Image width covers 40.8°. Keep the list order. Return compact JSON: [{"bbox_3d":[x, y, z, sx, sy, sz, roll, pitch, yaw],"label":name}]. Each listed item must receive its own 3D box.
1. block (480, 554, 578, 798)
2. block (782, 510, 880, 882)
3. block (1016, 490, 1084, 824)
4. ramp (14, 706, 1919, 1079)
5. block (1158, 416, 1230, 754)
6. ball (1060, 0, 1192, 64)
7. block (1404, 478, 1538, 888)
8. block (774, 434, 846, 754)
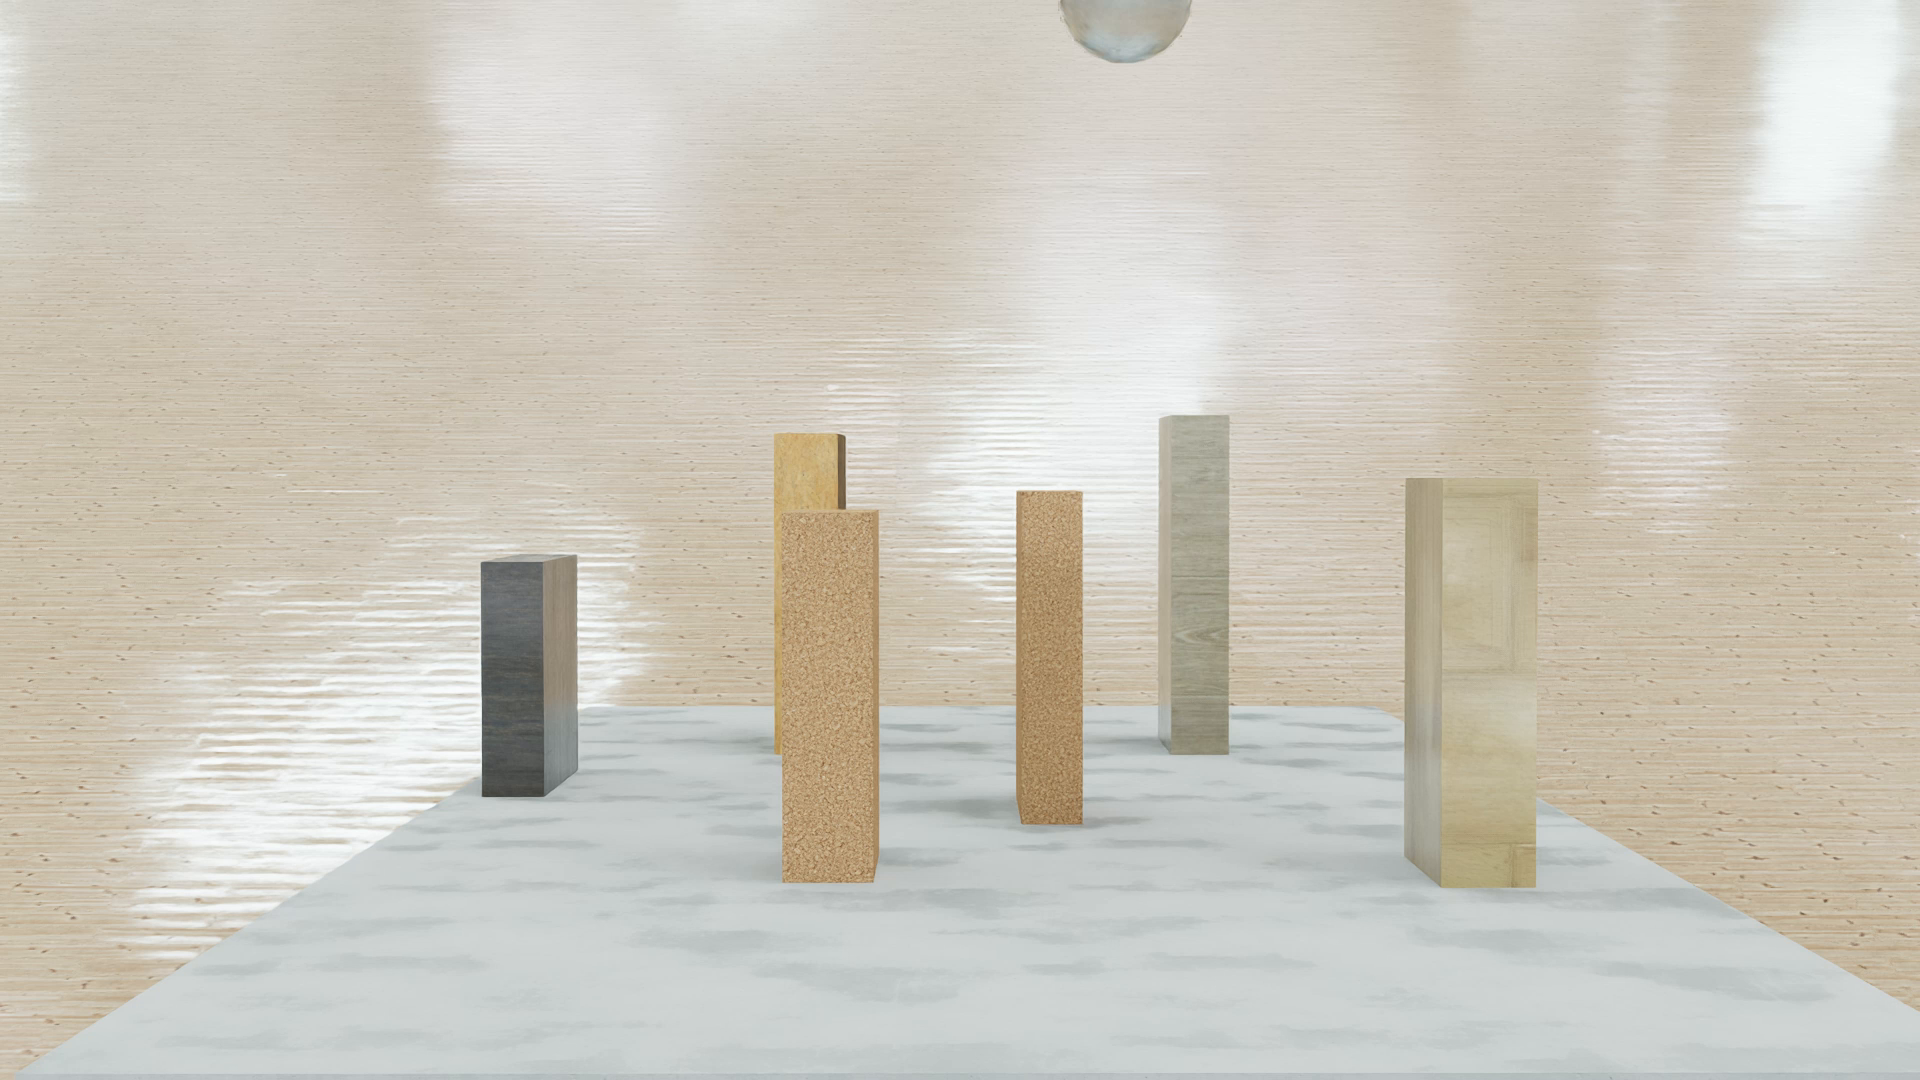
[{"bbox_3d":[-0.822,0.250,4.945,0.115,0.433,0.427,0,2,0],"label":"block"},{"bbox_3d":[-0.192,0.225,3.885,0.132,0.538,0.289,0,2,0],"label":"block"},{"bbox_3d":[0.156,0.195,4.555,0.104,0.563,0.393,0,2,0],"label":"block"},{"bbox_3d":[0.058,0.526,4.564,2.000,0.100,4.000,0,2,0],"label":"ramp"},{"bbox_3d":[0.505,0.090,5.600,0.122,0.715,0.349,0,2,0],"label":"block"},{"bbox_3d":[0.175,-0.575,2.725,0.140,0.140,0.140,0,26,0],"label":"ball"},{"bbox_3d":[0.758,0.201,3.848,0.136,0.587,0.308,0,2,0],"label":"block"},{"bbox_3d":[-0.325,0.109,5.635,0.134,0.678,0.400,0,2,0],"label":"block"}]
